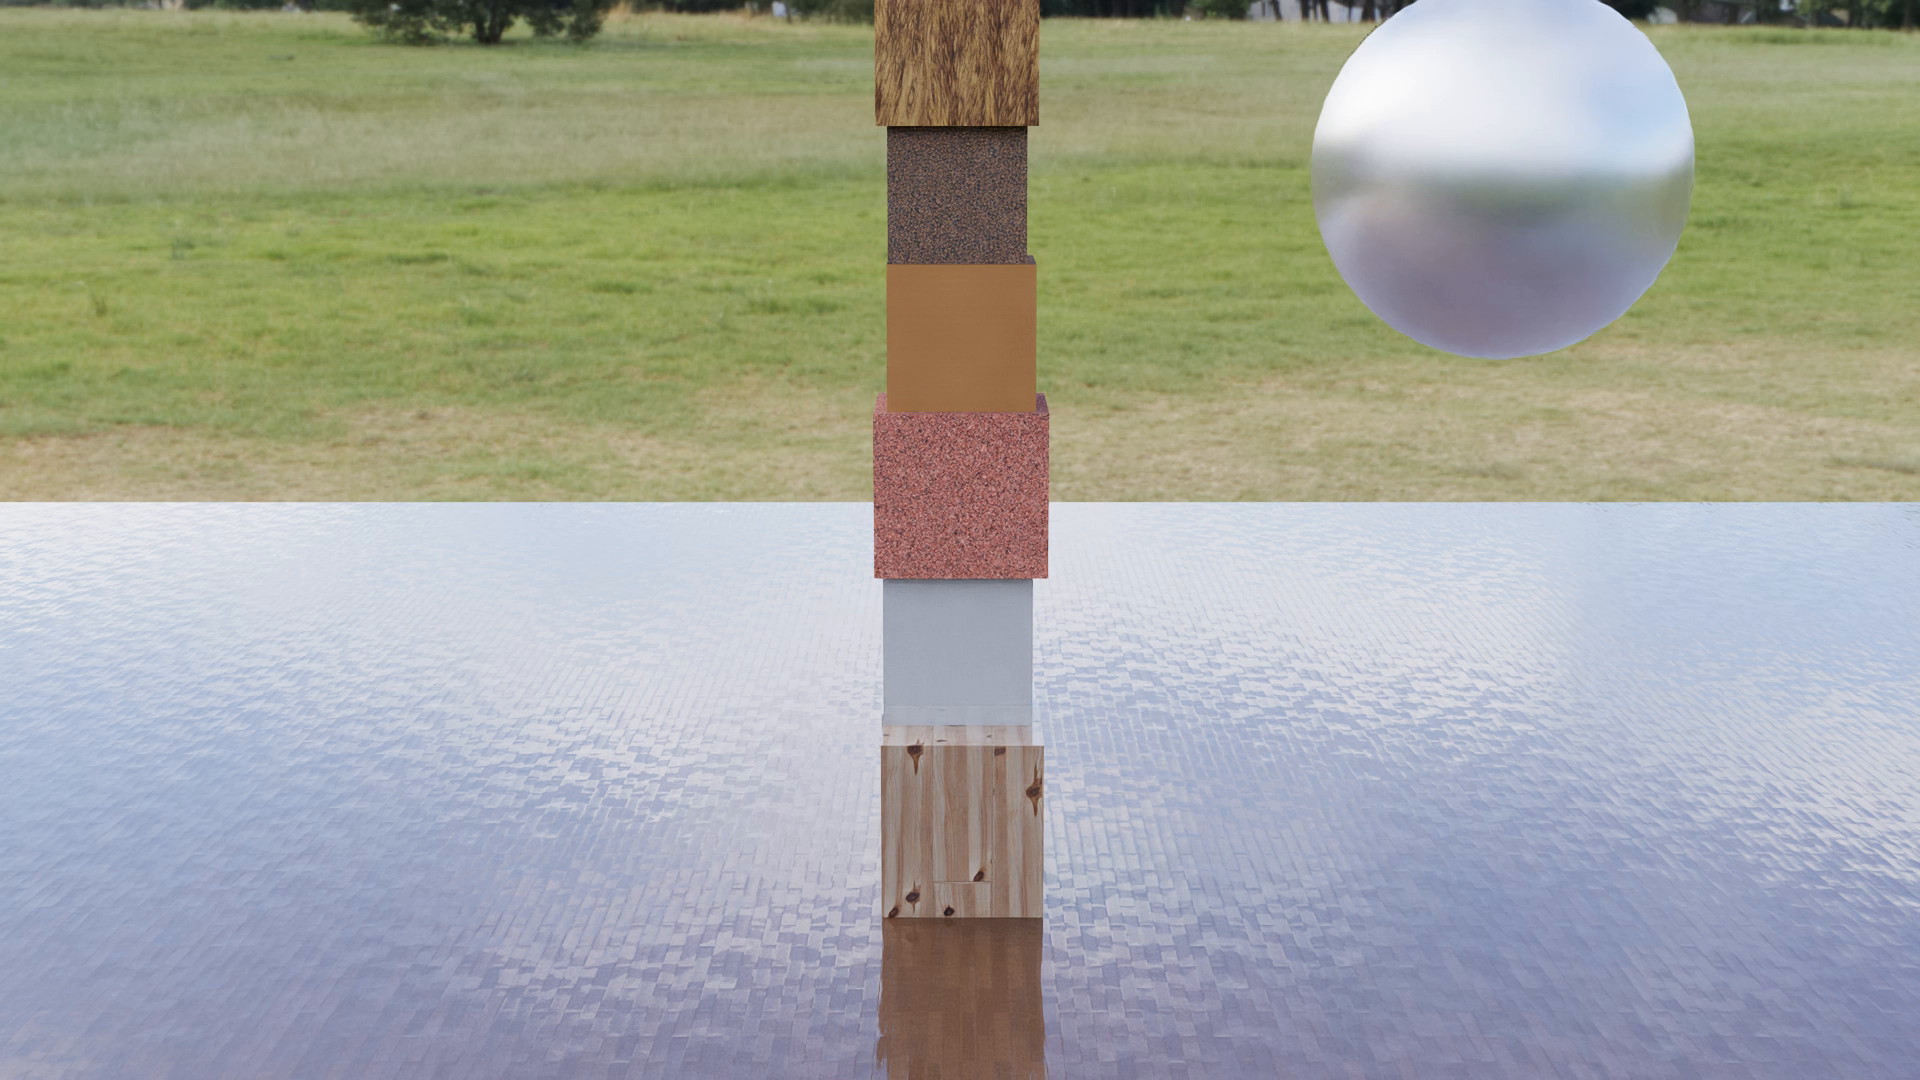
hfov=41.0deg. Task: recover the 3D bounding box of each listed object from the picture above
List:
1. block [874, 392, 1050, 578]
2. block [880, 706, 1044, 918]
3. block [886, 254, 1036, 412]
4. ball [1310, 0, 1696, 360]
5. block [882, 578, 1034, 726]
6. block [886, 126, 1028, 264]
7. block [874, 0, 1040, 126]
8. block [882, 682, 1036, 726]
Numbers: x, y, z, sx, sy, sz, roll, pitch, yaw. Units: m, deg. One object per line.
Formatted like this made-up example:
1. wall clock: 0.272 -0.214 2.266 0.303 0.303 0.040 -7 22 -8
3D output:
1. block: 0.005 -0.246 11.136 0.737 0.702 0.717 0 10 0
2. block: 0.010 1.163 11.079 0.680 0.747 0.671 0 10 0
3. block: 0.006 -0.895 11.018 0.626 0.616 0.588 0 10 0
4. ball: 2.295 -1.569 10.895 1.600 1.600 1.600 0 10 0
5. block: -0.009 0.420 11.257 0.639 0.652 0.604 0 10 0
6. block: -0.011 -1.479 10.912 0.581 0.571 0.523 0 10 0
7. block: -0.012 -2.085 10.801 0.673 0.663 0.648 0 10 0
8. block: -0.002 1.065 11.720 0.690 0.710 0.606 0 10 0
